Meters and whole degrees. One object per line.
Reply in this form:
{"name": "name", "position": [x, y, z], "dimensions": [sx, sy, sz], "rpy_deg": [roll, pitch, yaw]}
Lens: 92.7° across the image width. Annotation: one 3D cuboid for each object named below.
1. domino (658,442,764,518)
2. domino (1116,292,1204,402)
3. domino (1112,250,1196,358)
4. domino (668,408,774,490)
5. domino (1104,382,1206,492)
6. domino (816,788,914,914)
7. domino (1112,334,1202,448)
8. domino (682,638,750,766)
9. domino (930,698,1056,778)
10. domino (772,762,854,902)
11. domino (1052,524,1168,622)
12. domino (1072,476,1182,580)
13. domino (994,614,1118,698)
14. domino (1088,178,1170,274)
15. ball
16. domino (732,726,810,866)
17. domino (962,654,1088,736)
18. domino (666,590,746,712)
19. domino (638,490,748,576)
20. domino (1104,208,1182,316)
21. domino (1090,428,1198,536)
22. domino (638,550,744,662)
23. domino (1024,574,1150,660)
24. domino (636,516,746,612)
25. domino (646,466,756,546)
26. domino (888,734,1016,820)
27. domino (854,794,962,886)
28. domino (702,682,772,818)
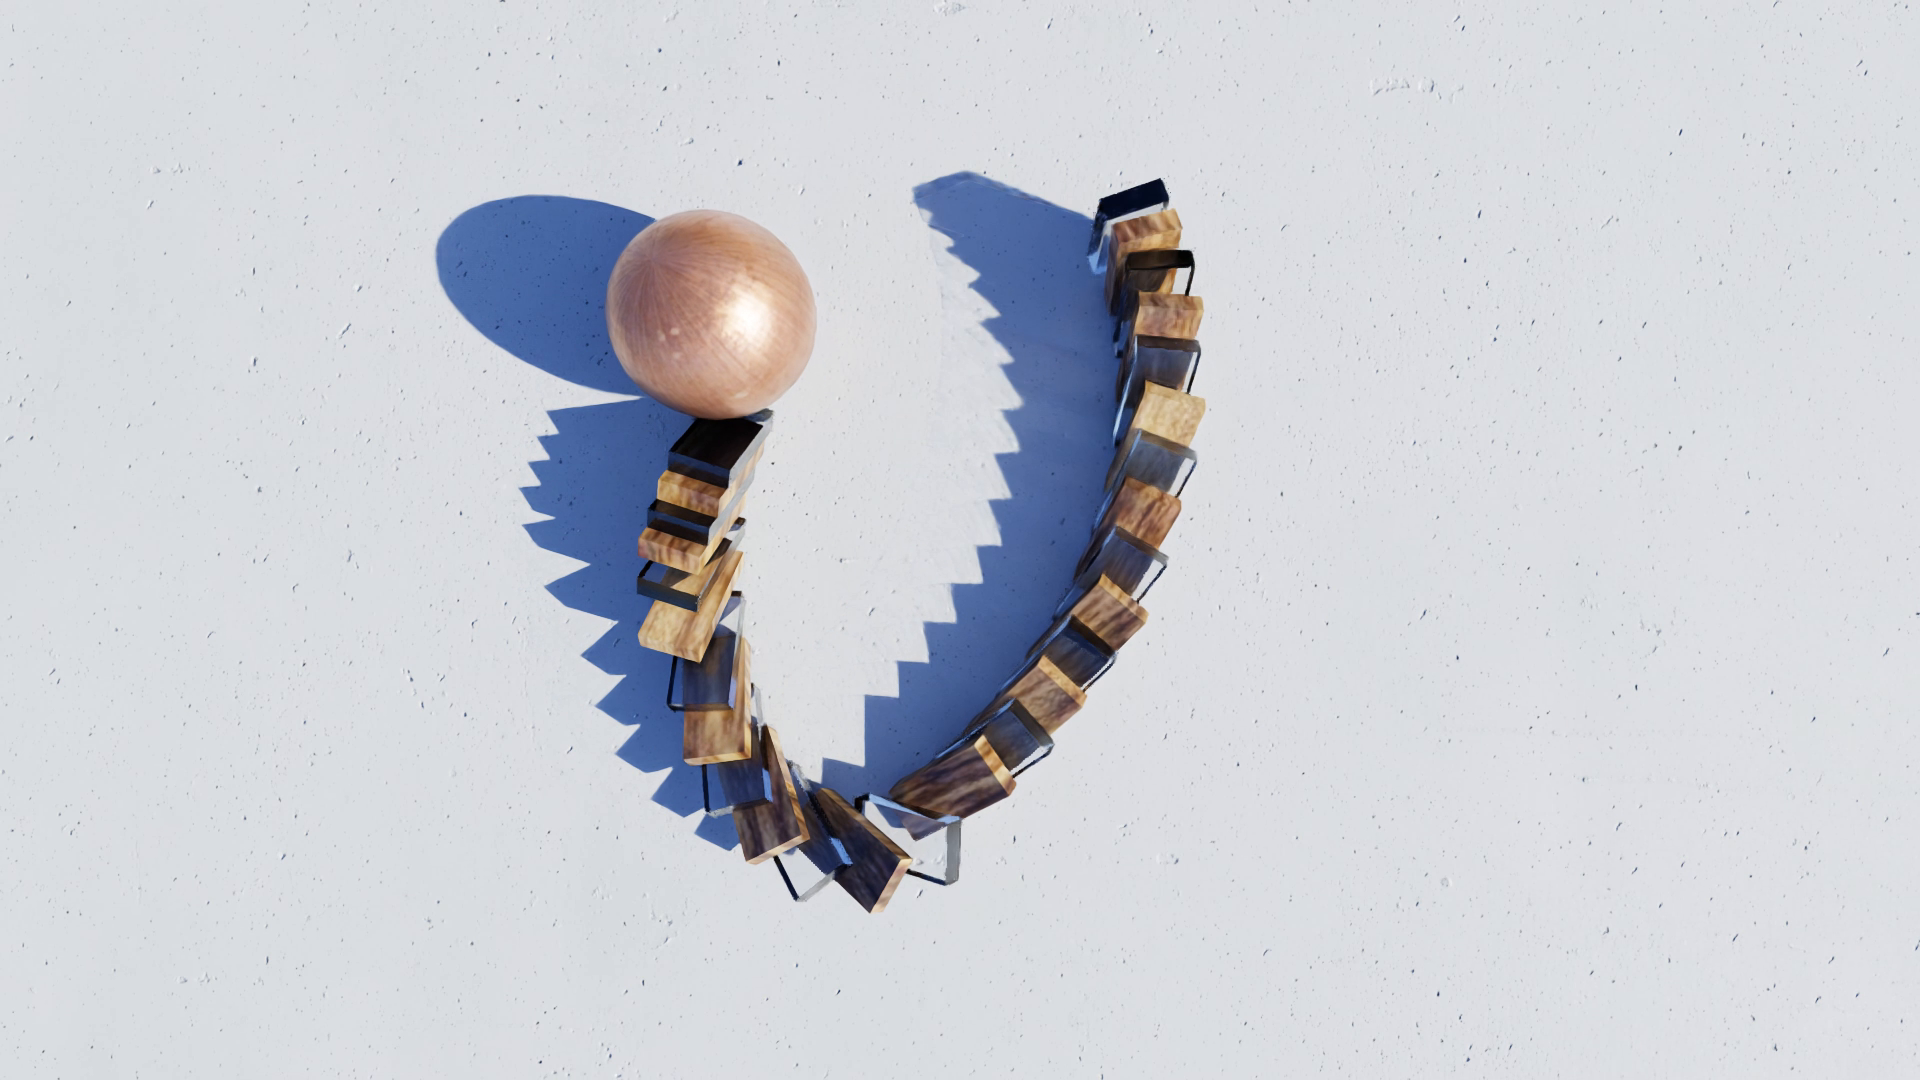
{"name": "domino", "position": [-0.101, -0.030, 0.377], "dimensions": [0.025, 0.050, 0.009], "rpy_deg": [18, 127, 0]}
{"name": "domino", "position": [0.081, -0.078, 0.378], "dimensions": [0.025, 0.050, 0.009], "rpy_deg": [5, 51, 0]}
{"name": "domino", "position": [0.079, -0.096, 0.376], "dimensions": [0.025, 0.050, 0.010], "rpy_deg": [-4, 60, 0]}
{"name": "domino", "position": [-0.097, -0.041, 0.377], "dimensions": [0.025, 0.050, 0.010], "rpy_deg": [18, 127, 0]}
{"name": "domino", "position": [0.080, -0.039, 0.381], "dimensions": [0.025, 0.010, 0.050], "rpy_deg": [17, 128, 0]}
{"name": "domino", "position": [-0.046, 0.129, 0.382], "dimensions": [0.050, 0.009, 0.025], "rpy_deg": [30, 91, 33]}
{"name": "domino", "position": [0.081, -0.060, 0.379], "dimensions": [0.025, 0.009, 0.050], "rpy_deg": [6, 133, 0]}
{"name": "domino", "position": [-0.101, 0.067, 0.384], "dimensions": [0.025, 0.009, 0.050], "rpy_deg": [-8, 61, 0]}
{"name": "domino", "position": [0.013, 0.090, 0.384], "dimensions": [0.050, 0.010, 0.025], "rpy_deg": [-41, 90, 28]}
{"name": "domino", "position": [-0.068, 0.122, 0.383], "dimensions": [0.025, 0.009, 0.050], "rpy_deg": [-38, 59, 0]}
{"name": "domino", "position": [0.062, 0.021, 0.383], "dimensions": [0.025, 0.010, 0.050], "rpy_deg": [32, 120, 0]}
{"name": "domino", "position": [0.069, 0.000, 0.383], "dimensions": [0.025, 0.010, 0.050], "rpy_deg": [24, 122, 0]}
{"name": "domino", "position": [0.040, 0.057, 0.384], "dimensions": [0.025, 0.010, 0.050], "rpy_deg": [40, 119, 0]}
{"name": "domino", "position": [0.068, -0.127, 0.375], "dimensions": [0.025, 0.050, 0.009], "rpy_deg": [-19, 82, 0]}
{"name": "ball", "position": [-0.097, -0.087, 0.360], "dimensions": [0.080, 0.080, 0.080], "rpy_deg": [0, 90, 0]}
{"name": "domino", "position": [-0.083, 0.106, 0.383], "dimensions": [0.025, 0.010, 0.050], "rpy_deg": [-26, 60, 0]}
{"name": "domino", "position": [0.027, 0.073, 0.384], "dimensions": [0.025, 0.010, 0.050], "rpy_deg": [43, 118, 0]}
{"name": "domino", "position": [-0.106, 0.046, 0.384], "dimensions": [0.025, 0.009, 0.050], "rpy_deg": [-1, 61, 0]}
{"name": "domino", "position": [-0.109, -0.008, 0.377], "dimensions": [0.025, 0.050, 0.009], "rpy_deg": [18, 127, 0]}
{"name": "domino", "position": [0.074, -0.112, 0.375], "dimensions": [0.025, 0.050, 0.009], "rpy_deg": [-14, 70, 0]}
{"name": "domino", "position": [0.076, -0.019, 0.382], "dimensions": [0.025, 0.010, 0.050], "rpy_deg": [22, 125, 0]}
{"name": "domino", "position": [-0.111, 0.024, 0.382], "dimensions": [0.025, 0.009, 0.050], "rpy_deg": [16, 55, 0]}
{"name": "domino", "position": [0.052, 0.040, 0.384], "dimensions": [0.025, 0.010, 0.050], "rpy_deg": [40, 119, 0]}
{"name": "domino", "position": [-0.110, 0.006, 0.378], "dimensions": [0.025, 0.050, 0.010], "rpy_deg": [18, 131, 0]}
{"name": "domino", "position": [-0.105, -0.019, 0.377], "dimensions": [0.025, 0.050, 0.010], "rpy_deg": [18, 127, 0]}
{"name": "domino", "position": [-0.003, 0.104, 0.384], "dimensions": [0.050, 0.009, 0.025], "rpy_deg": [-35, 90, 28]}
{"name": "domino", "position": [-0.023, 0.124, 0.381], "dimensions": [0.050, 0.009, 0.025], "rpy_deg": [3, 90, 36]}
{"name": "domino", "position": [-0.095, 0.087, 0.384], "dimensions": [0.025, 0.010, 0.050], "rpy_deg": [-14, 61, 0]}
